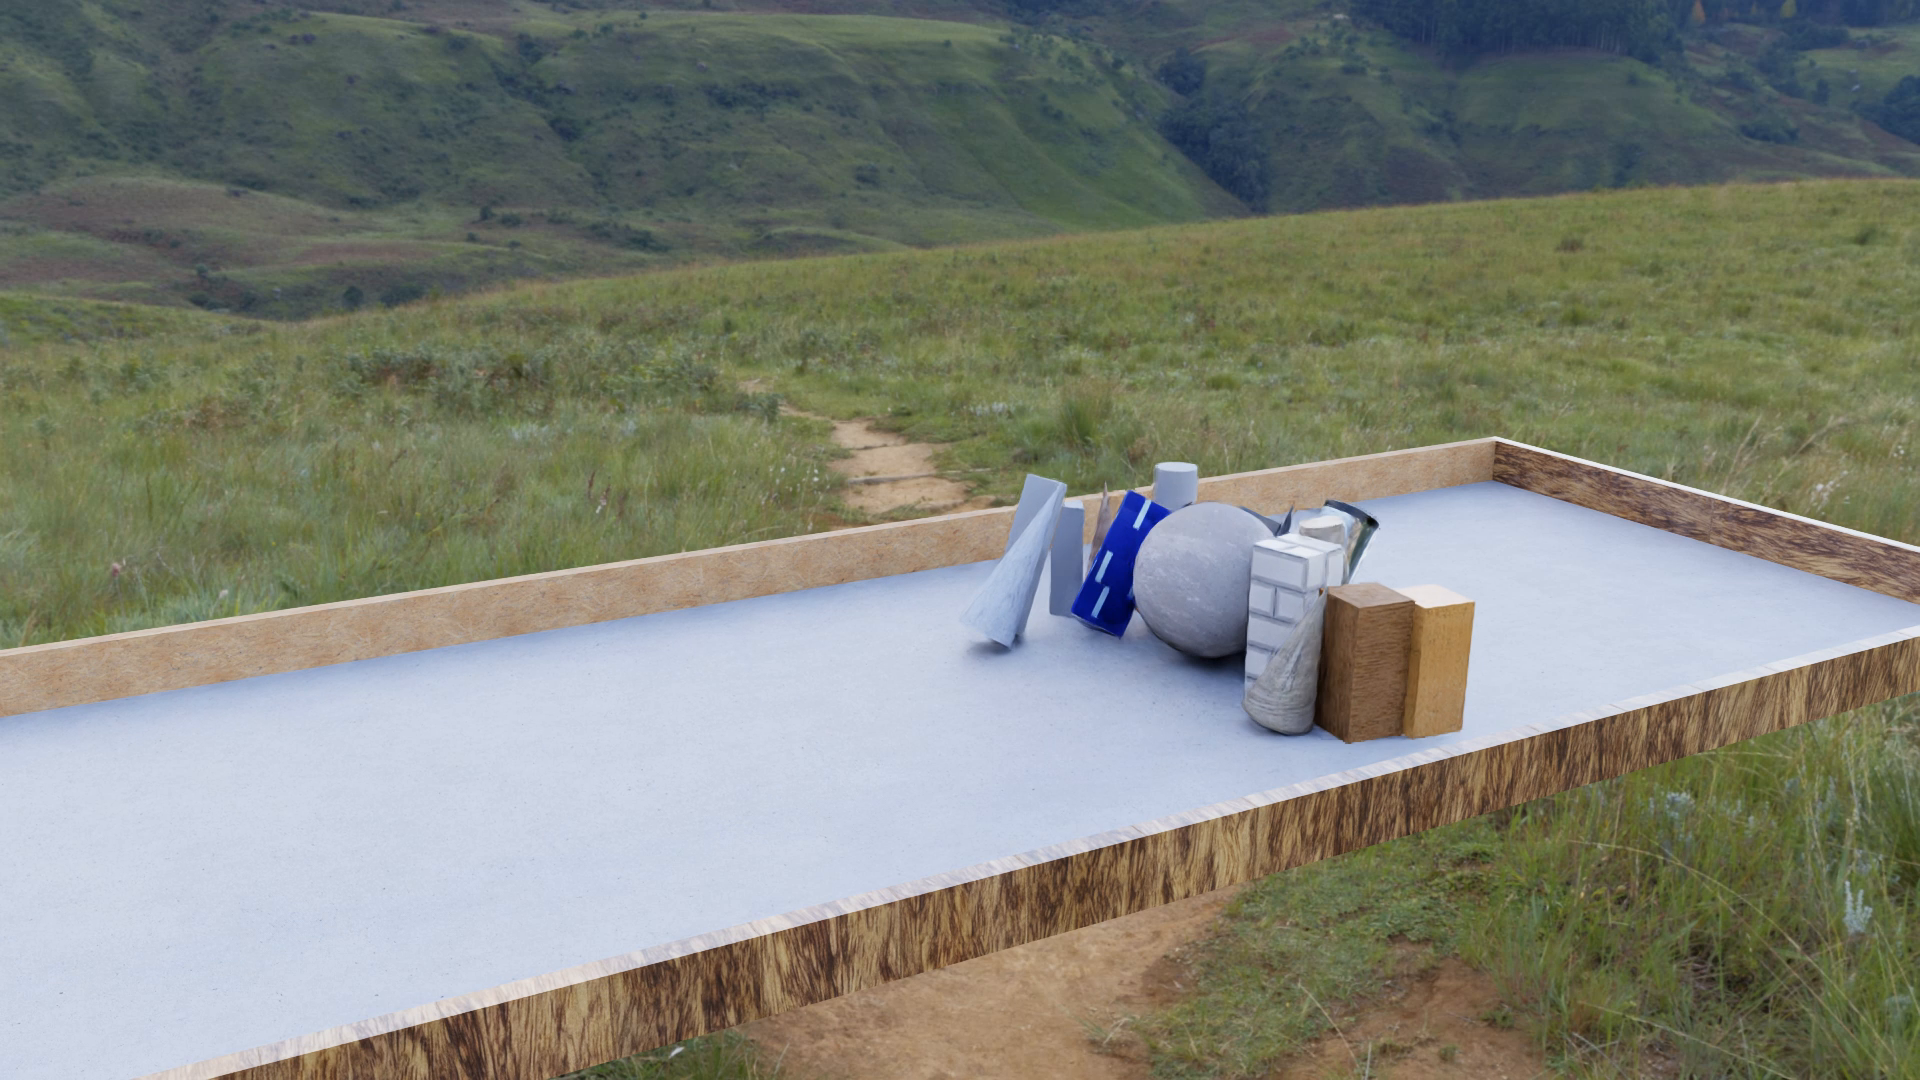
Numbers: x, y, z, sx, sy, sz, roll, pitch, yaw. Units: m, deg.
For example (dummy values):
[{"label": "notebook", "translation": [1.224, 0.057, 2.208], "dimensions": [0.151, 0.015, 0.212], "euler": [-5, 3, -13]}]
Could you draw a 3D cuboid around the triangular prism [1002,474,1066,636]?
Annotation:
[{"label": "triangular prism", "translation": [0.199, 0.042, 4.456], "dimensions": [0.123, 0.417, 0.106], "euler": [19, 5, 29]}]

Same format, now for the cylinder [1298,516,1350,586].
[{"label": "cylinder", "translation": [0.914, 0.154, 4.085], "dimensions": [0.108, 0.409, 0.108], "euler": [-8, 12, 2]}]

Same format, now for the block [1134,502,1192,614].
[{"label": "block", "translation": [0.604, 0.082, 4.482], "dimensions": [0.136, 0.323, 0.136], "euler": [37, -1, -28]}]

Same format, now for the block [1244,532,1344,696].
[{"label": "block", "translation": [0.808, 0.197, 3.996], "dimensions": [0.154, 0.385, 0.154], "euler": [-14, 22, -41]}]

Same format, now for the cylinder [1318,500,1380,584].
[{"label": "cylinder", "translation": [0.936, 0.102, 4.291], "dimensions": [0.153, 0.388, 0.153], "euler": [28, -6, 3]}]

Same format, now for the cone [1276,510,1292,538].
[{"label": "cone", "translation": [0.826, 0.085, 4.368], "dimensions": [0.141, 0.369, 0.141], "euler": [15, 12, -3]}]

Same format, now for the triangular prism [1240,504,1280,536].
[{"label": "triangular prism", "translation": [0.748, 0.091, 4.437], "dimensions": [0.126, 0.339, 0.109], "euler": [29, 6, 29]}]

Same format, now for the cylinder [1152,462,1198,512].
[{"label": "cylinder", "translation": [0.591, 0.001, 4.599], "dimensions": [0.121, 0.420, 0.121], "euler": [1, 15, 0]}]

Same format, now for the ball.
[{"label": "ball", "translation": [0.637, 0.102, 4.203], "dimensions": [0.395, 0.395, 0.395], "euler": [0, 16, 0]}]

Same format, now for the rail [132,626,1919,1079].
[{"label": "rail", "translation": [-2.336, 1.006, 1.665], "dimensions": [12.000, 0.150, 0.050], "euler": [-9, 18, -27]}]

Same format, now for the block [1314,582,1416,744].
[{"label": "block", "translation": [0.927, 0.281, 3.813], "dimensions": [0.152, 0.328, 0.152], "euler": [-6, 17, -22]}]

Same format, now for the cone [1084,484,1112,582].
[{"label": "cone", "translation": [0.424, -0.019, 4.848], "dimensions": [0.115, 0.322, 0.115], "euler": [0, 16, 0]}]

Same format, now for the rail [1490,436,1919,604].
[{"label": "rail", "translation": [2.466, -0.048, 5.253], "dimensions": [0.050, 0.150, 2.100], "euler": [-9, 18, -27]}]

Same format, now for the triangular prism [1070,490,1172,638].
[{"label": "triangular prism", "translation": [0.436, 0.070, 4.490], "dimensions": [0.152, 0.369, 0.132], "euler": [27, -8, -2]}]

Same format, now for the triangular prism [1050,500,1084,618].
[{"label": "triangular prism", "translation": [0.316, 0.051, 4.614], "dimensions": [0.098, 0.319, 0.085], "euler": [9, 19, 28]}]

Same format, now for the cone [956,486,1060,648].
[{"label": "cone", "translation": [0.166, 0.047, 4.361], "dimensions": [0.165, 0.451, 0.165], "euler": [27, -1, 0]}]

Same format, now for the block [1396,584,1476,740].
[{"label": "block", "translation": [1.079, 0.281, 3.831], "dimensions": [0.140, 0.318, 0.140], "euler": [-6, 18, -22]}]

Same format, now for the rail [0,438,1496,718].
[{"label": "rail", "translation": [-3.305, 0.497, 3.399], "dimensions": [12.000, 0.150, 0.050], "euler": [-9, 18, -27]}]

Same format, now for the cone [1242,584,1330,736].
[{"label": "cone", "translation": [0.791, 0.255, 3.805], "dimensions": [0.173, 0.349, 0.173], "euler": [14, 22, -6]}]
